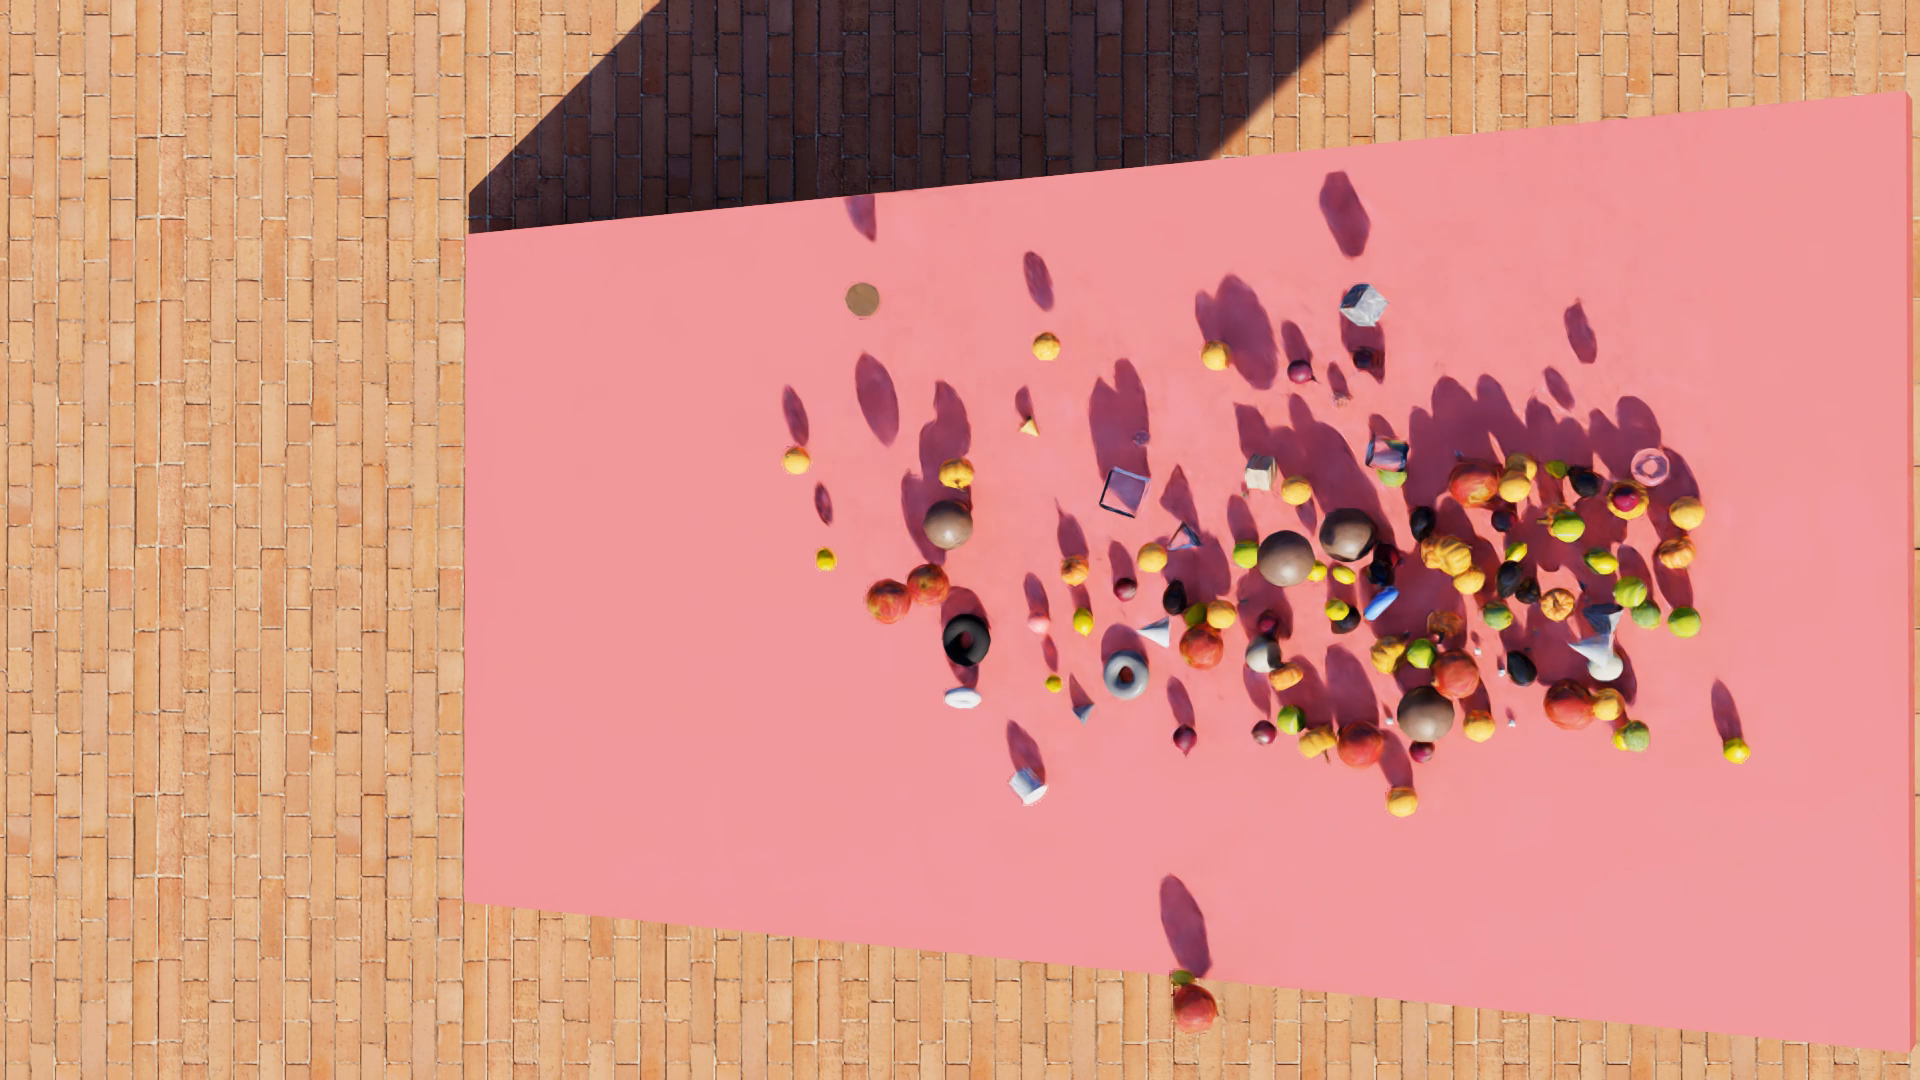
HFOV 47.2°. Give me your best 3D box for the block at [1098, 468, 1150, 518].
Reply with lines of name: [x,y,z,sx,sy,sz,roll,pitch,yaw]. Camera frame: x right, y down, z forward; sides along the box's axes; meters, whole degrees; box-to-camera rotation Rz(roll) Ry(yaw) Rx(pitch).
block: [0.406,-0.116,5.415,0.095,0.095,0.095,19,100,9]

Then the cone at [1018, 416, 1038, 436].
cone: [0.184,-0.280,5.599,0.054,0.054,0.054,43,90,-13]

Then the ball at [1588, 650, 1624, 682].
ball: [1.422,0.276,4.844,0.076,0.076,0.076,0,89,0]

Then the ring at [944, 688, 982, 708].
ring: [0.008,0.405,5.641,0.094,0.094,0.031,2,65,0]

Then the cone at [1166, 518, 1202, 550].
cone: [0.533,0.004,5.353,0.081,0.081,0.081,-36,90,10]

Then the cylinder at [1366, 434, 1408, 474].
cylinder: [0.969,-0.196,4.993,0.076,0.076,0.076,11,89,-4]

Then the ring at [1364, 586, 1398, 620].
ring: [0.963,0.144,5.030,0.097,0.097,0.032,-44,88,0]

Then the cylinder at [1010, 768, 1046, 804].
cylinder: [0.173,0.623,5.572,0.066,0.066,0.066,-40,64,0]

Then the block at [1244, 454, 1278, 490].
block: [0.720,-0.162,5.255,0.057,0.057,0.057,9,133,28]

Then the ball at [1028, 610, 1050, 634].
ball: [0.200,0.206,5.569,0.060,0.060,0.060,0,89,0]

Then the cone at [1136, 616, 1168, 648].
cone: [0.453,0.216,5.197,0.078,0.078,0.078,1,89,6]

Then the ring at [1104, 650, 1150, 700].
ring: [0.413,0.334,5.454,0.126,0.042,0.126,-1,88,31]

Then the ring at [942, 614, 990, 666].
ring: [0.017,0.258,5.684,0.136,0.045,0.136,0,90,30]

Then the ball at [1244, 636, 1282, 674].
ball: [0.724,0.273,5.244,0.090,0.090,0.090,0,89,0]

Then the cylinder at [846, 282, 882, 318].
cylinder: [-0.249,-0.620,5.688,0.088,0.088,0.088,0,94,1]

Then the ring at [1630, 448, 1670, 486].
ring: [1.503,-0.159,4.788,0.083,0.028,0.083,1,94,15]

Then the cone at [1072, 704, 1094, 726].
cone: [0.318,0.428,5.518,0.055,0.055,0.055,-38,90,-4]

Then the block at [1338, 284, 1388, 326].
block: [0.926,-0.539,5.050,0.067,0.067,0.067,37,80,-22]

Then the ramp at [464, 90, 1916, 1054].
ramp: [0.269,0.074,5.622,4.000,0.100,2.000,0,89,30]
